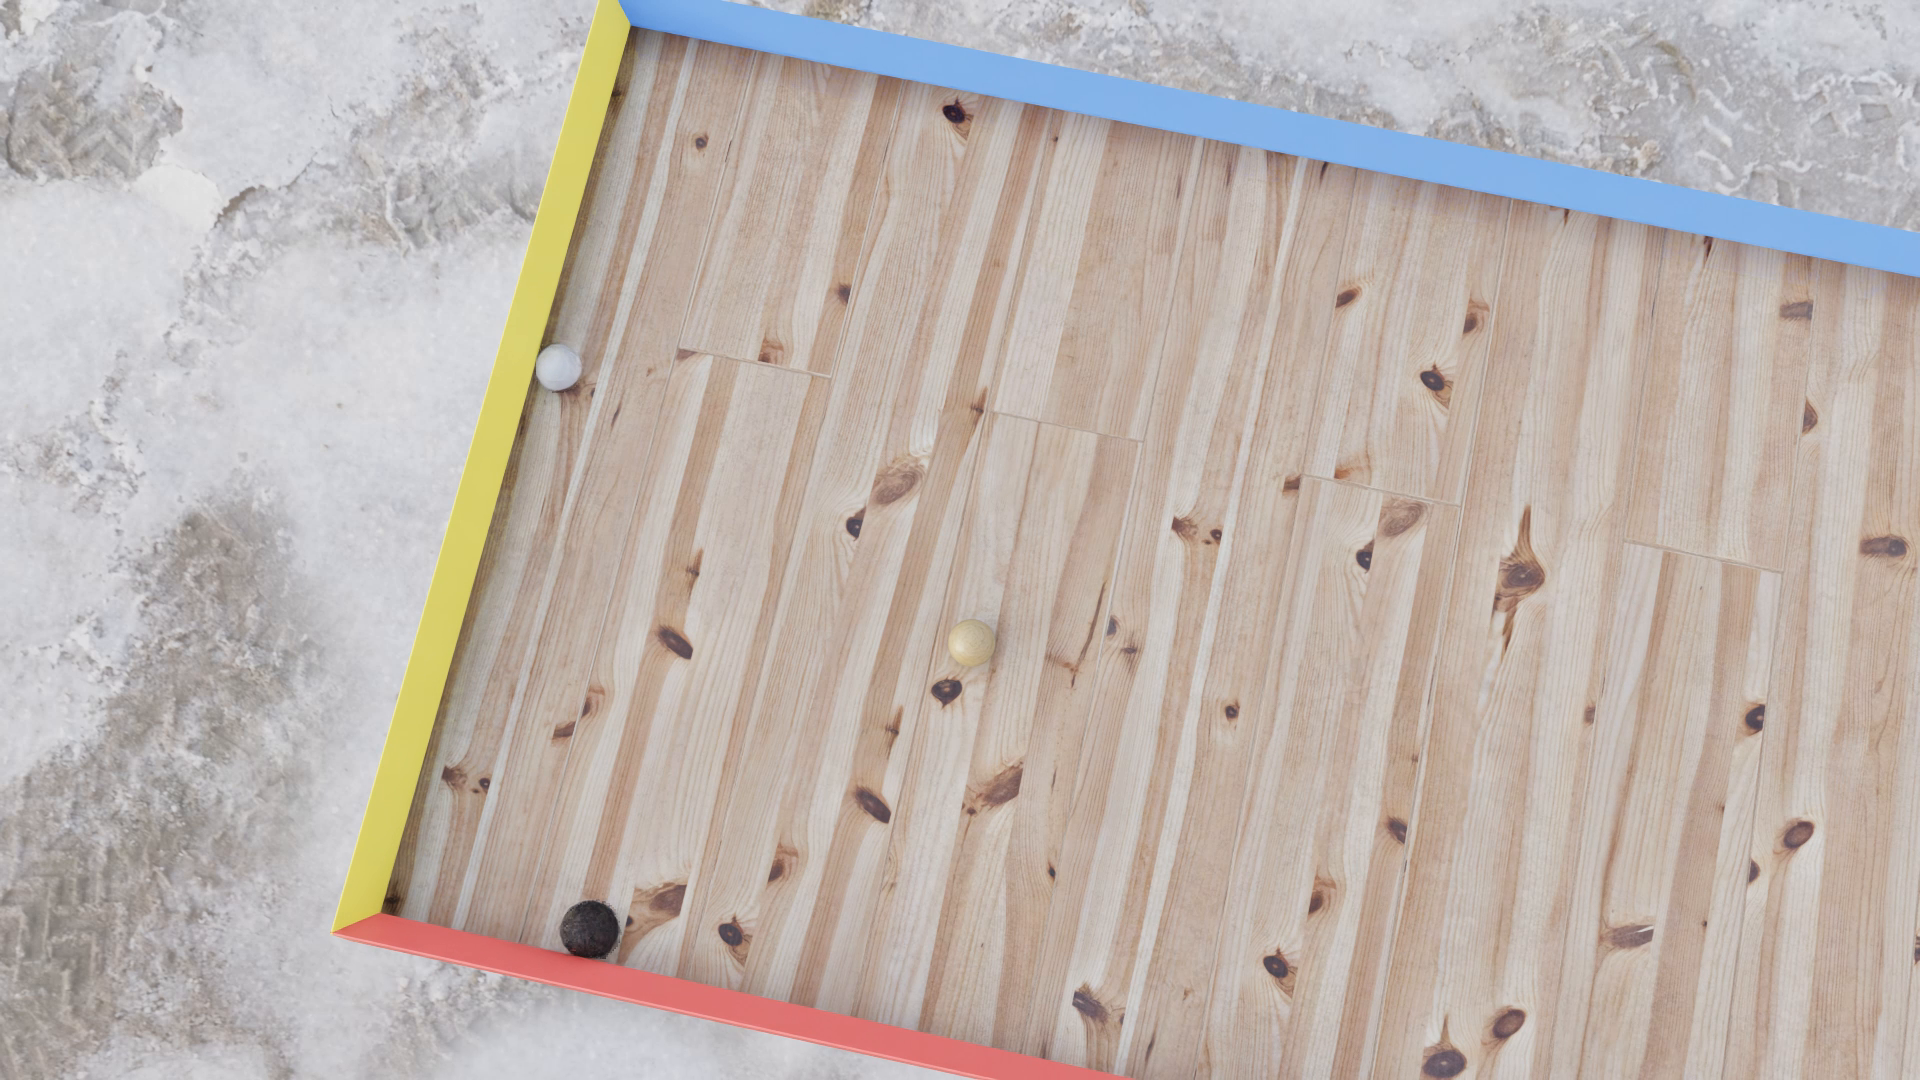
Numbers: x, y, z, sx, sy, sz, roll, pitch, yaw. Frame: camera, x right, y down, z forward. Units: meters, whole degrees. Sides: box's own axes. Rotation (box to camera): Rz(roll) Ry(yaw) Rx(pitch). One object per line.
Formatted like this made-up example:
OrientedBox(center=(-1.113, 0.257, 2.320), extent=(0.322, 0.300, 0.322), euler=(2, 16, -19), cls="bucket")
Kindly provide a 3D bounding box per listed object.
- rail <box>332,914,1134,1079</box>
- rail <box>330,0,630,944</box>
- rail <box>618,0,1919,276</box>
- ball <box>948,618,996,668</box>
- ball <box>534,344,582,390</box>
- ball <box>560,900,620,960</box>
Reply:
OrientedBox(center=(0.574, 0.855, 3.097), extent=(2.995, 0.110, 0.045), euler=(12, 75, 3), cls="rail")
OrientedBox(center=(-0.709, -0.152, 3.374), extent=(0.045, 0.110, 1.551), euler=(12, 75, 3), cls="rail")
OrientedBox(center=(0.890, -0.562, 3.487), extent=(2.995, 0.110, 0.045), euler=(12, 75, 3), cls="rail")
OrientedBox(center=(0.018, 0.155, 3.310), extent=(0.073, 0.073, 0.073), euler=(0, 75, 0), cls="ball")
OrientedBox(center=(-0.626, -0.270, 3.427), extent=(0.071, 0.071, 0.071), euler=(0, 75, 0), cls="ball")
OrientedBox(center=(-0.537, 0.566, 3.191), extent=(0.085, 0.085, 0.085), euler=(0, 75, 0), cls="ball")
